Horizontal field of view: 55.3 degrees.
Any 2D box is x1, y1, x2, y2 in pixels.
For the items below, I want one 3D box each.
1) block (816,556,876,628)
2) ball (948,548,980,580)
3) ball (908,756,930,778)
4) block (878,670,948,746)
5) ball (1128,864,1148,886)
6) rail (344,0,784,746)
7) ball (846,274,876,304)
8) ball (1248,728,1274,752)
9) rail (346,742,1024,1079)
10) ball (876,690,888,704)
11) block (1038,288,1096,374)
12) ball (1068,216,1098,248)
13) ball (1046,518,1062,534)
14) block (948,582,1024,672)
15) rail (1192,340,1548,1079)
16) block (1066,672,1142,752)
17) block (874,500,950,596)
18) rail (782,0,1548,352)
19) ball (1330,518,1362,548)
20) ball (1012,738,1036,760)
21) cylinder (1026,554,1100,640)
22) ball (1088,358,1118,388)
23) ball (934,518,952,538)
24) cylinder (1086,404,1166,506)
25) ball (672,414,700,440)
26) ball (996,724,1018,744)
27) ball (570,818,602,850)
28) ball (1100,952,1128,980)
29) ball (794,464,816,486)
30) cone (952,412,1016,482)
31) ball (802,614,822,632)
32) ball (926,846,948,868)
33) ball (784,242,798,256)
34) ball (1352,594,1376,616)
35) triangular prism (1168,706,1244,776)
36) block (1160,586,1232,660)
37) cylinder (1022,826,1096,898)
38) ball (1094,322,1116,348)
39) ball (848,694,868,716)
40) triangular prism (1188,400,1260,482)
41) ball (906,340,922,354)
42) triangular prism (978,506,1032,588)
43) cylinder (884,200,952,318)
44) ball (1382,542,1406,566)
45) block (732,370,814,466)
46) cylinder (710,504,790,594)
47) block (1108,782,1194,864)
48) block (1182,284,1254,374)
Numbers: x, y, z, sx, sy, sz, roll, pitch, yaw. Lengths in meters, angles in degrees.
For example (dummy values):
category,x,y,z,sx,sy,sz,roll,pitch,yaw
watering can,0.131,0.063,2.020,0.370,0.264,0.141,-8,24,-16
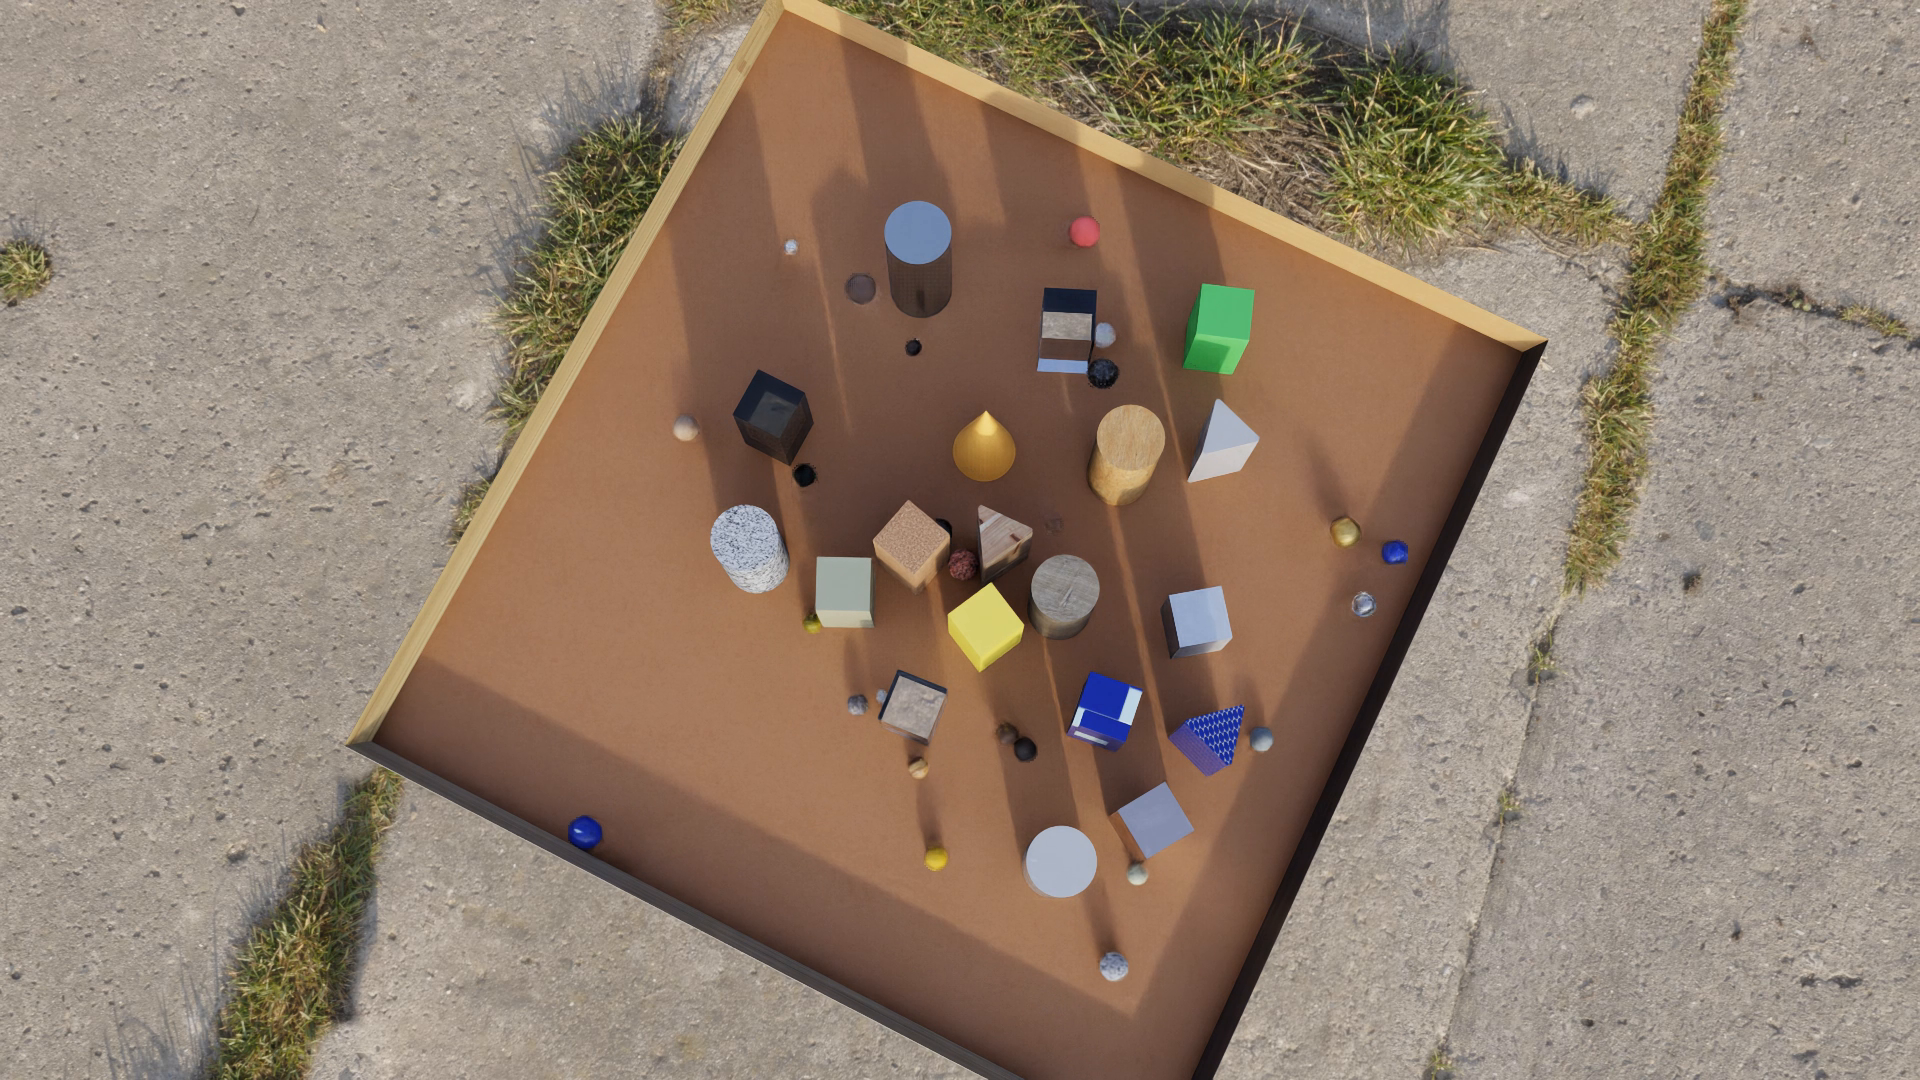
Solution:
category,x,y,z,sx,sy,sz,roll,pitch,yaw
block,-0.336,0.158,5.425,0.156,0.310,0.156,1,78,0
ball,0.011,0.074,5.551,0.097,0.097,0.097,0,78,0
ball,-0.123,0.675,5.444,0.063,0.063,0.063,0,78,0
block,-0.136,0.496,5.391,0.156,0.241,0.156,22,79,4
ball,0.522,0.983,5.382,0.061,0.061,0.061,0,78,0
rail,-1.175,-0.568,5.668,0.045,0.127,2.727,26,80,5
ball,-0.309,-0.785,5.731,0.094,0.094,0.094,0,78,0
ball,0.897,0.595,5.457,0.072,0.072,0.072,0,78,0
rail,-0.599,1.180,5.307,2.674,0.127,0.045,26,80,5
ball,-0.232,0.470,5.498,0.041,0.041,0.041,0,78,0
block,0.324,-0.634,5.576,0.156,0.335,0.156,3,78,1
ball,0.389,-0.970,5.769,0.095,0.095,0.095,0,78,0
ball,0.289,-0.042,5.600,0.049,0.049,0.049,0,78,0
block,0.074,0.261,5.395,0.156,0.327,0.156,-36,81,-7
rail,1.175,0.582,5.430,0.045,0.127,2.727,26,80,5
block,0.418,0.504,5.337,0.156,0.344,0.156,19,79,4
block,-0.140,0.028,5.426,0.156,0.362,0.156,40,81,8
rail,0.599,-1.167,5.792,2.674,0.127,0.045,26,80,5
ball,1.172,-0.023,5.574,0.093,0.093,0.093,0,78,0
ball,0.192,0.621,5.453,0.069,0.069,0.069,0,78,0
cylinder,0.301,0.173,5.401,0.195,0.353,0.195,0,78,0
ball,0.443,-0.516,5.675,0.094,0.094,0.094,0,78,0
ball,-0.060,-0.026,5.583,0.076,0.076,0.076,0,78,0
cylinder,0.487,-0.246,5.440,0.195,0.446,0.195,0,78,0
ball,-0.844,-0.346,5.647,0.081,0.081,0.081,0,78,0
ball,0.140,0.578,5.465,0.063,0.063,0.063,0,78,0
ball,-1.100,0.863,5.389,0.096,0.096,0.096,0,78,0
ball,0.446,1.236,5.319,0.082,0.082,0.082,0,78,0
ball,-0.478,-0.197,5.623,0.067,0.067,0.067,0,78,0
cone,0.075,-0.322,5.448,0.195,0.460,0.195,0,78,0
ball,-0.447,0.250,5.536,0.057,0.057,0.057,0,78,0
ball,-0.069,0.932,5.390,0.066,0.066,0.066,0,78,0
ball,-0.534,-0.921,5.784,0.045,0.045,0.045,0,78,0
ball,1.220,0.197,5.540,0.071,0.071,0.071,0,78,0
triangular prism,0.734,0.554,5.280,0.146,0.435,0.169,-44,82,-8
block,0.699,0.247,5.438,0.156,0.249,0.156,-10,78,-2
cylinder,0.280,0.923,5.231,0.195,0.380,0.195,0,78,0
ball,0.447,-0.637,5.709,0.078,0.078,0.078,0,78,0
ball,-0.305,0.493,5.482,0.064,0.064,0.064,0,78,0
triangular prism,0.768,-0.305,5.496,0.169,0.359,0.146,-14,79,-3
ball,-0.144,-0.602,5.717,0.047,0.047,0.047,0,78,0
triangular prism,0.097,0.000,5.419,0.169,0.386,0.146,-34,80,-7
cylinder,-0.122,-0.842,5.544,0.195,0.483,0.195,0,78,0
ball,1.321,0.040,5.571,0.073,0.073,0.073,0,78,0
block,-0.559,-0.365,5.520,0.156,0.337,0.156,27,80,5
cylinder,-0.618,0.031,5.426,0.195,0.360,0.195,0,78,0
block,0.544,0.814,5.264,0.156,0.361,0.156,-30,80,-6
block,0.783,-0.637,5.570,0.156,0.349,0.156,8,78,2
